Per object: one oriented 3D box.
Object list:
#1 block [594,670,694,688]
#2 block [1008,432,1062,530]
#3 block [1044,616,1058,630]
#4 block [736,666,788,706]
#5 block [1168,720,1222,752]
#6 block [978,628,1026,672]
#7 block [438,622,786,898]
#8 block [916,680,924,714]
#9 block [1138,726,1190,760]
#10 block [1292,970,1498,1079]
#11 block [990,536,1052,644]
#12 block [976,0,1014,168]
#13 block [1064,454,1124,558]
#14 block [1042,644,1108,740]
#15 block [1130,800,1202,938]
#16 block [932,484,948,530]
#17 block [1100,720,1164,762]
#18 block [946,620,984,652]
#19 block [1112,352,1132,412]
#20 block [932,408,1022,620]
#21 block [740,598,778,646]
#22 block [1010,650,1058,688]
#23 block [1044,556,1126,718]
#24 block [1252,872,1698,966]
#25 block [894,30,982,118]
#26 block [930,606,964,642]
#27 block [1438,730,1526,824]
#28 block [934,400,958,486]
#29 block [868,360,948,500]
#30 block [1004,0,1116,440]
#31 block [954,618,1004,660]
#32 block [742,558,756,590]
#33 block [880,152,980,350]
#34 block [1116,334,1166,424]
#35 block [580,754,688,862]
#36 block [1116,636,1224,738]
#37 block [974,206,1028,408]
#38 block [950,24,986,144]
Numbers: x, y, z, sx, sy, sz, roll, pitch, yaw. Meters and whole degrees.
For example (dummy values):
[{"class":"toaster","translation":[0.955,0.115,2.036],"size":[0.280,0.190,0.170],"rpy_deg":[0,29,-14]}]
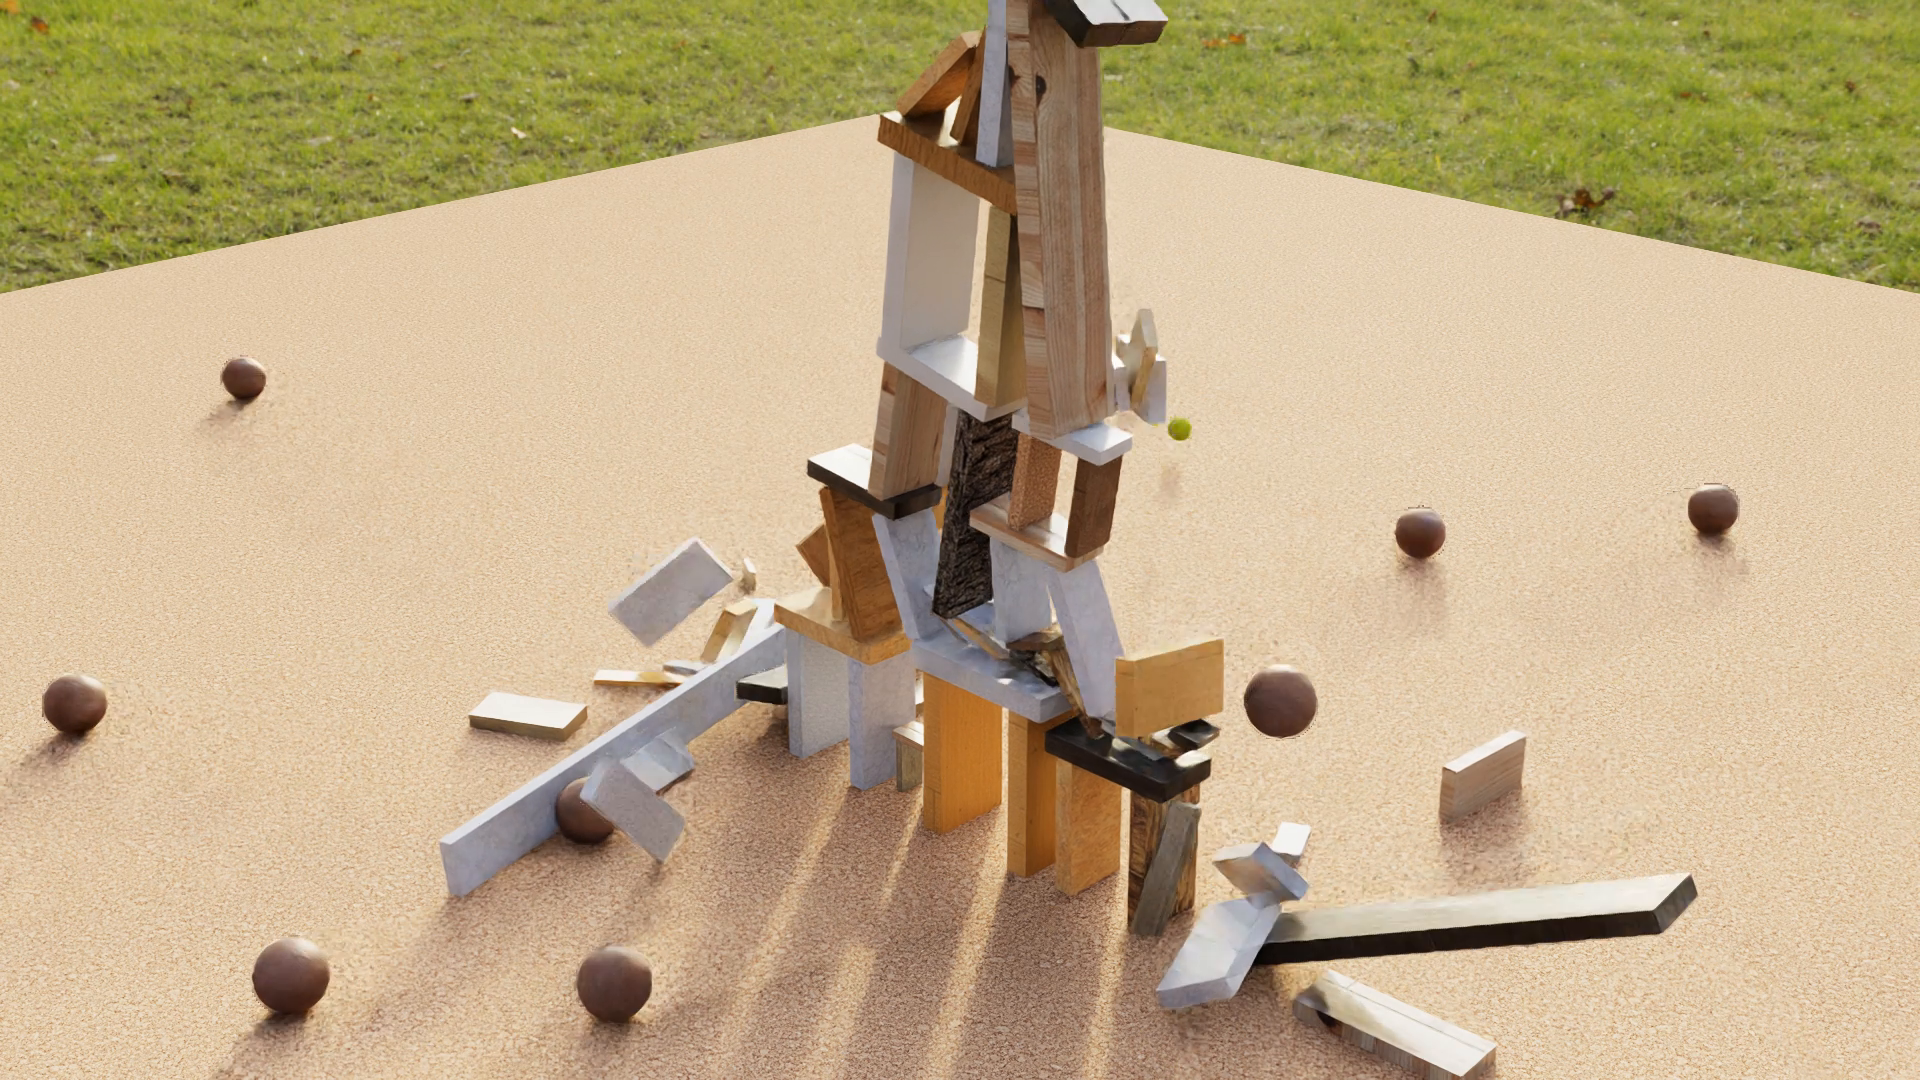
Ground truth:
[{"class":"block","translation":[-0.550,0.323,4.981],"size":[0.558,0.014,0.049],"rpy_deg":[2,23,5]},{"class":"block","translation":[0.139,-0.121,3.985],"size":[0.028,0.195,0.098],"rpy_deg":[29,37,33]},{"class":"block","translation":[0.183,0.192,5.292],"size":[0.095,0.014,0.048],"rpy_deg":[14,26,29]},{"class":"block","translation":[-0.233,0.271,4.926],"size":[0.131,0.037,0.643],"rpy_deg":[5,13,37]},{"class":"block","translation":[0.427,0.352,4.000],"size":[0.058,0.017,0.117],"rpy_deg":[24,19,22]},{"class":"block","translation":[0.099,0.202,4.206],"size":[0.060,0.017,0.121],"rpy_deg":[-23,48,-41]},{"class":"block","translation":[-0.624,0.395,4.638],"size":[0.032,0.114,1.275],"rpy_deg":[7,25,32]},{"class":"block","translation":[-0.110,0.355,4.892],"size":[0.180,0.026,0.090],"rpy_deg":[-18,29,-35]},{"class":"block","translation":[0.361,0.353,4.020],"size":[0.131,0.019,0.066],"rpy_deg":[29,36,33]},{"class":"block","translation":[0.738,0.835,3.750],"size":[0.328,0.033,0.118],"rpy_deg":[19,30,38]},{"class":"block","translation":[0.115,0.070,4.142],"size":[0.113,0.227,0.032],"rpy_deg":[-20,26,-36]},{"class":"block","translation":[0.118,-0.822,3.753],"size":[0.049,0.346,0.173],"rpy_deg":[28,35,37]},{"class":"block","translation":[0.238,-0.071,3.916],"size":[0.028,0.195,0.098],"rpy_deg":[28,36,32]},{"class":"block","translation":[0.223,0.280,4.098],"size":[0.057,0.016,0.187],"rpy_deg":[-18,71,-37]},{"class":"block","translation":[0.375,0.599,3.998],"size":[0.059,0.267,0.017],"rpy_deg":[11,19,-13]},{"class":"block","translation":[0.058,-0.209,4.734],"size":[0.446,0.174,0.049],"rpy_deg":[-37,5,-10]},{"class":"block","translation":[0.330,0.357,4.044],"size":[0.131,0.019,0.066],"rpy_deg":[30,36,34]},{"class":"block","translation":[0.023,0.176,4.273],"size":[0.047,0.013,0.095],"rpy_deg":[-24,54,-41]},{"class":"block","translation":[0.311,-0.331,4.496],"size":[0.027,0.094,0.187],"rpy_deg":[-12,20,-5]},{"class":"block","translation":[0.036,-0.065,4.143],"size":[0.041,0.439,0.144],"rpy_deg":[31,37,34]},{"class":"block","translation":[-0.506,0.214,5.223],"size":[0.090,0.026,0.307],"rpy_deg":[4,23,8]},{"class":"block","translation":[0.154,0.234,4.144],"size":[0.057,0.016,0.113],"rpy_deg":[-22,44,-41]},{"class":"block","translation":[0.239,0.169,4.030],"size":[0.032,0.288,0.113],"rpy_deg":[-8,14,43]},{"class":"block","translation":[0.797,0.643,3.684],"size":[0.883,0.039,0.139],"rpy_deg":[-16,6,44]},{"class":"block","translation":[-0.012,-0.819,3.853],"size":[0.109,0.031,0.218],"rpy_deg":[-20,-11,-41]},{"class":"block","translation":[-0.011,0.154,4.308],"size":[0.047,0.013,0.095],"rpy_deg":[-21,62,-40]},{"class":"block","translation":[1.064,0.480,4.478],"size":[0.236,0.118,0.033],"rpy_deg":[-19,29,-38]},{"class":"block","translation":[0.033,-0.254,4.431],"size":[0.347,0.174,0.049],"rpy_deg":[-34,34,-21]},{"class":"block","translation":[-0.094,-0.226,4.214],"size":[0.144,0.287,0.041],"rpy_deg":[-20,40,-39]},{"class":"block","translation":[0.174,-0.555,3.742],"size":[0.049,0.754,0.173],"rpy_deg":[15,27,41]},{"class":"block","translation":[0.053,0.182,4.249],"size":[0.121,0.017,0.060],"rpy_deg":[38,41,28]},{"class":"block","translation":[-0.526,0.085,5.499],"size":[0.014,0.048,0.095],"rpy_deg":[-7,24,-15]},{"class":"block","translation":[-0.051,-0.541,4.028],"size":[0.180,0.359,0.051],"rpy_deg":[-21,37,-41]},{"class":"block","translation":[0.376,-0.338,4.589],"size":[0.037,0.131,0.261],"rpy_deg":[-3,18,-11]},{"class":"block","translation":[-0.622,0.514,4.201],"size":[0.027,0.272,0.094],"rpy_deg":[12,64,35]},{"class":"block","translation":[0.382,0.263,3.978],"size":[0.039,0.139,0.278],"rpy_deg":[6,10,41]},{"class":"block","translation":[0.117,-0.429,3.904],"size":[0.051,0.359,0.180],"rpy_deg":[26,33,36]},{"class":"block","translation":[0.060,-0.796,3.816],"size":[0.109,0.218,0.031],"rpy_deg":[-21,53,-41]}]
